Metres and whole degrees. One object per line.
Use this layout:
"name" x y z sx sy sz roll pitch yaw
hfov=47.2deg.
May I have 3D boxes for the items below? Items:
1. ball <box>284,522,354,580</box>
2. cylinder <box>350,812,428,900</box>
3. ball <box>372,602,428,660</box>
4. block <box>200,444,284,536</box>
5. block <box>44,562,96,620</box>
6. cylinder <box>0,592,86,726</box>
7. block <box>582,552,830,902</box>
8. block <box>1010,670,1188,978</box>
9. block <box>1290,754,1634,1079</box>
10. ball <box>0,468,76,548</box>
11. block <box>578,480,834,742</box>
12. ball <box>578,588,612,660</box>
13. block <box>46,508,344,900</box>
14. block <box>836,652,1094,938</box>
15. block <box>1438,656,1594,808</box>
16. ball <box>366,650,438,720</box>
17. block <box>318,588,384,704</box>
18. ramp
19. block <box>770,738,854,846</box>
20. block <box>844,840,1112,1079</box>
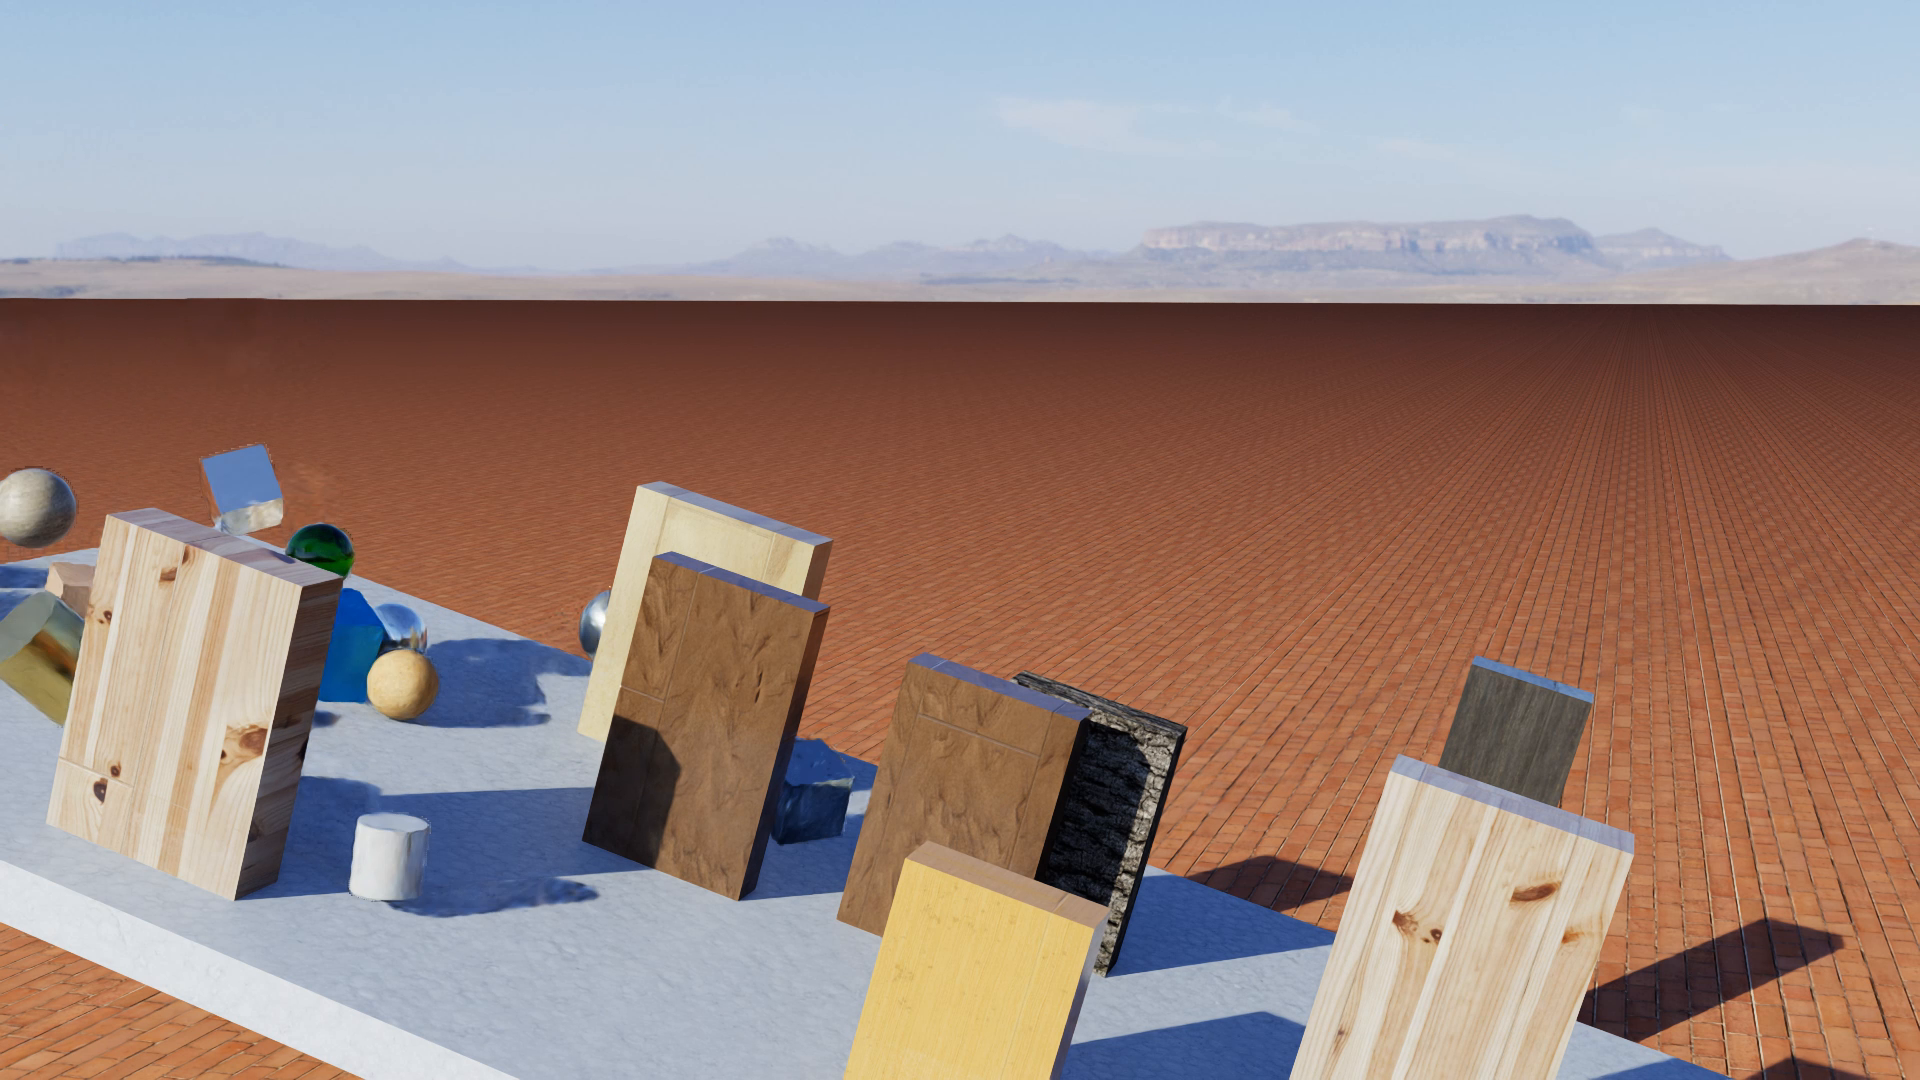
"ball" -1.420 0.036 4.879 0.149 0.149 0.149 0 7 0
"cylinder" -0.965 0.534 3.715 0.118 0.118 0.118 8 6 -1
"ball" -1.268 0.218 4.907 0.156 0.156 0.156 0 7 0
"block" -1.501 -0.100 4.596 0.129 0.129 0.129 -17 -18 -25
"block" -1.823 0.138 4.581 0.134 0.134 0.134 8 16 -36
"cylinder" -1.684 0.220 4.086 0.178 0.178 0.178 -24 37 20
"block" -0.488 0.354 4.201 0.338 0.584 0.087 18 12 14
"block" 0.206 0.558 4.344 0.347 0.507 0.104 18 12 14
"block" 0.766 0.761 3.509 0.382 0.743 0.130 18 12 14
"ball" -1.992 -0.068 4.729 0.171 0.171 0.171 0 7 0
"block" -0.560 0.212 4.815 0.424 0.574 0.118 18 12 14
"ball" -0.793 0.209 5.143 0.195 0.195 0.195 0 7 0
"block" -1.273 0.268 3.651 0.378 0.547 0.120 18 12 14
"block" 0.006 0.525 4.174 0.347 0.531 0.104 18 12 14
"block" 1.121 0.628 4.725 0.258 0.707 0.114 18 12 14
"ball" -1.174 0.304 4.633 0.149 0.149 0.149 0 7 0
"block" -1.357 0.219 4.662 0.181 0.181 0.181 7 21 -37
"ramp" -0.377 0.738 4.240 4.000 0.100 2.000 18 12 14
"block" -0.333 0.524 4.581 0.147 0.147 0.147 -5 31 -33
"block" 0.019 0.734 3.444 0.312 0.428 0.113 18 12 14
